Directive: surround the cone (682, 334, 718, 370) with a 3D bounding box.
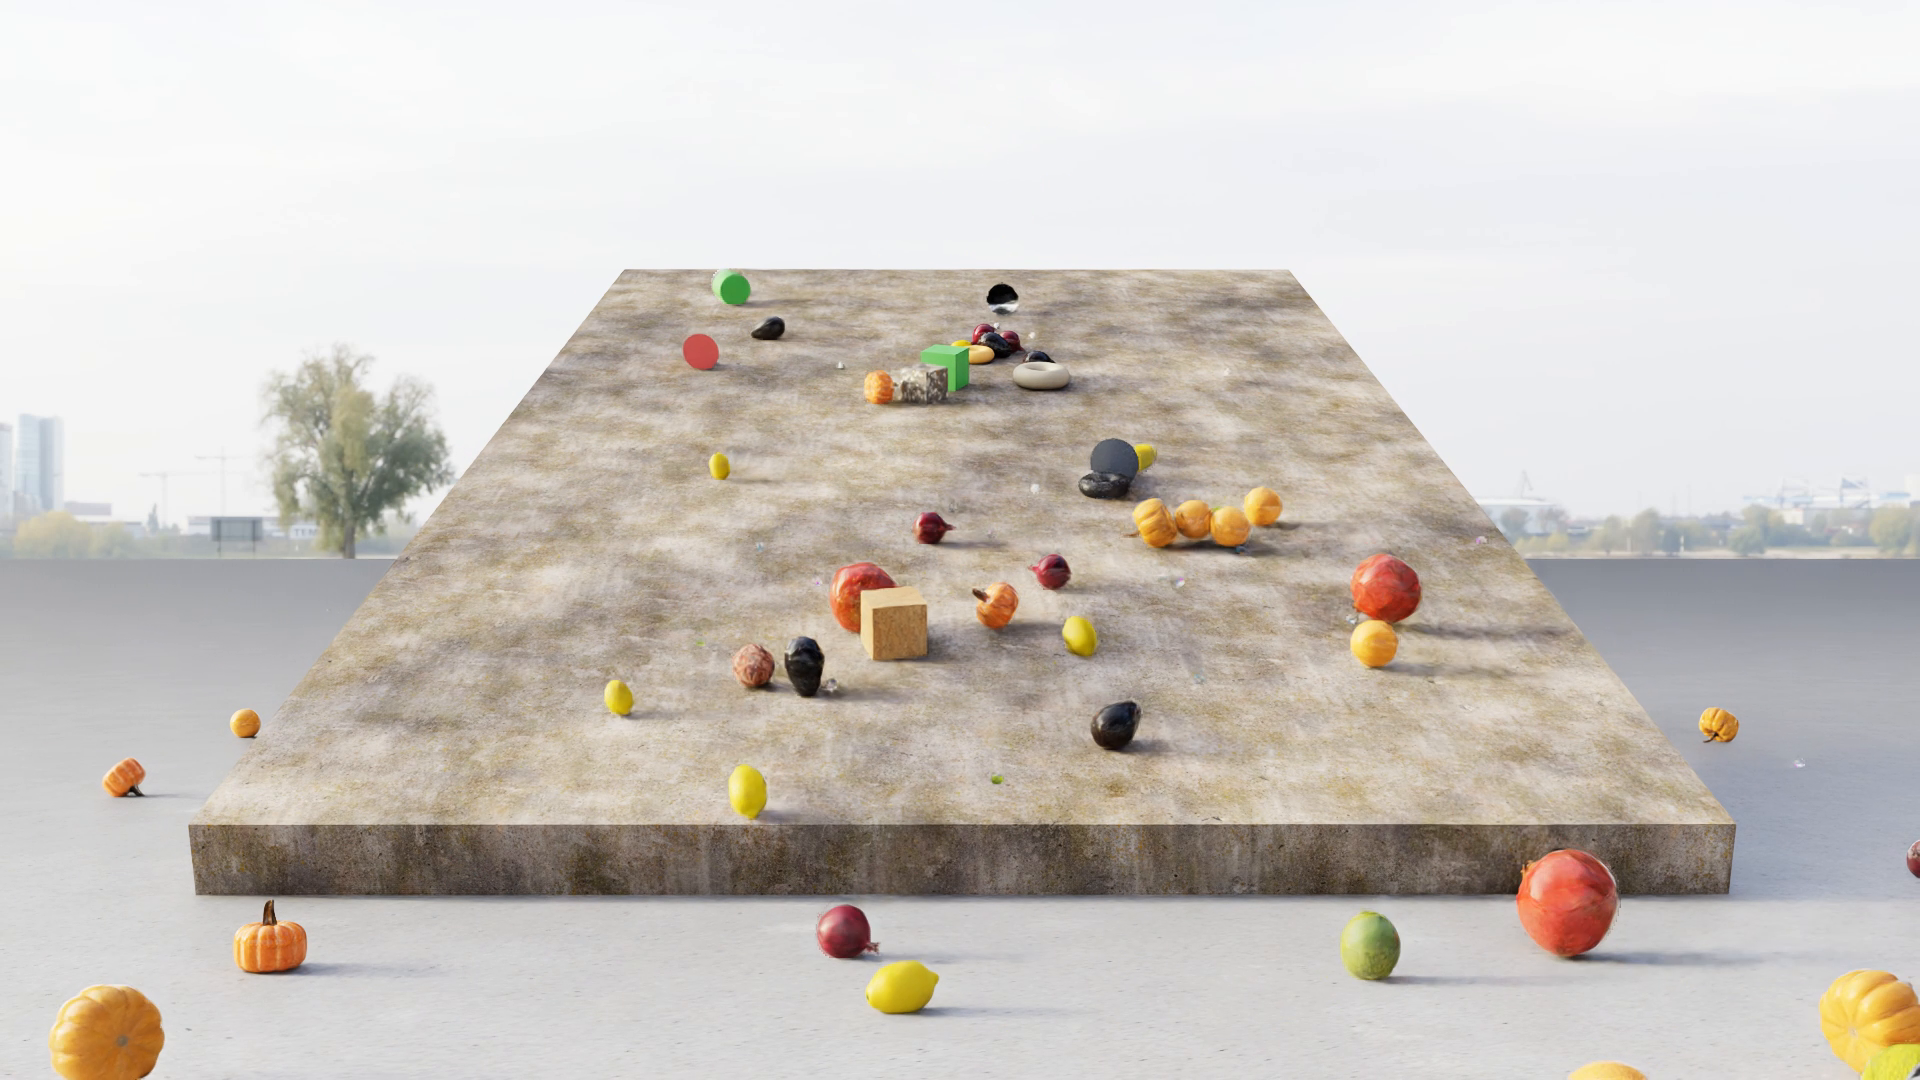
[{"bbox_3d":[-0.647,-0.448,5.437,0.091,0.091,0.091,0,-11,-24],"label":"cone"}]

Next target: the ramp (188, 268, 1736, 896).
[{"bbox_3d":[-0.003,-0.176,4.799,2.000,0.100,4.000,0,17,0],"label":"ramp"}]

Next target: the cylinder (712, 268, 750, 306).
[{"bbox_3d":[-0.635,-0.703,6.183,0.086,0.086,0.086,0,18,-22],"label":"cylinder"}]

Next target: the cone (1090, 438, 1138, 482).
[{"bbox_3d":[0.299,-0.145,4.456,0.098,0.098,0.098,0,-10,-8],"label":"cone"}]

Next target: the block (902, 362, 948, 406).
[{"bbox_3d":[-0.080,-0.357,5.084,0.076,0.076,0.076,15,22,39],"label":"block"}]

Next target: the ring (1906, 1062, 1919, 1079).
[{"bbox_3d":[0.661,0.400,1.490,0.112,0.112,0.037,0,-2,-42],"label":"ring"}]

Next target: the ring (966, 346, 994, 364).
[{"bbox_3d":[0.037,-0.457,5.482,0.096,0.032,0.096,0,17,0],"label":"ring"}]

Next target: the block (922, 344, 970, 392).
[{"bbox_3d":[-0.035,-0.405,5.222,0.087,0.087,0.087,7,18,21],"label":"block"}]

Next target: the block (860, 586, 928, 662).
[{"bbox_3d":[-0.104,0.131,3.490,0.087,0.087,0.087,-4,18,-14],"label":"block"}]

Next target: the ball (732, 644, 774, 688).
[{"bbox_3d":[-0.310,0.189,3.339,0.064,0.064,0.064,0,0,0],"label":"ball"}]

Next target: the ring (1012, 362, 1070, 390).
[{"bbox_3d":[0.191,-0.386,5.233,0.136,0.045,0.136,1,18,0],"label":"ring"}]

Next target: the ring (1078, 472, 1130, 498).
[{"bbox_3d":[0.282,-0.107,4.350,0.102,0.034,0.102,-1,18,0],"label":"ring"}]
